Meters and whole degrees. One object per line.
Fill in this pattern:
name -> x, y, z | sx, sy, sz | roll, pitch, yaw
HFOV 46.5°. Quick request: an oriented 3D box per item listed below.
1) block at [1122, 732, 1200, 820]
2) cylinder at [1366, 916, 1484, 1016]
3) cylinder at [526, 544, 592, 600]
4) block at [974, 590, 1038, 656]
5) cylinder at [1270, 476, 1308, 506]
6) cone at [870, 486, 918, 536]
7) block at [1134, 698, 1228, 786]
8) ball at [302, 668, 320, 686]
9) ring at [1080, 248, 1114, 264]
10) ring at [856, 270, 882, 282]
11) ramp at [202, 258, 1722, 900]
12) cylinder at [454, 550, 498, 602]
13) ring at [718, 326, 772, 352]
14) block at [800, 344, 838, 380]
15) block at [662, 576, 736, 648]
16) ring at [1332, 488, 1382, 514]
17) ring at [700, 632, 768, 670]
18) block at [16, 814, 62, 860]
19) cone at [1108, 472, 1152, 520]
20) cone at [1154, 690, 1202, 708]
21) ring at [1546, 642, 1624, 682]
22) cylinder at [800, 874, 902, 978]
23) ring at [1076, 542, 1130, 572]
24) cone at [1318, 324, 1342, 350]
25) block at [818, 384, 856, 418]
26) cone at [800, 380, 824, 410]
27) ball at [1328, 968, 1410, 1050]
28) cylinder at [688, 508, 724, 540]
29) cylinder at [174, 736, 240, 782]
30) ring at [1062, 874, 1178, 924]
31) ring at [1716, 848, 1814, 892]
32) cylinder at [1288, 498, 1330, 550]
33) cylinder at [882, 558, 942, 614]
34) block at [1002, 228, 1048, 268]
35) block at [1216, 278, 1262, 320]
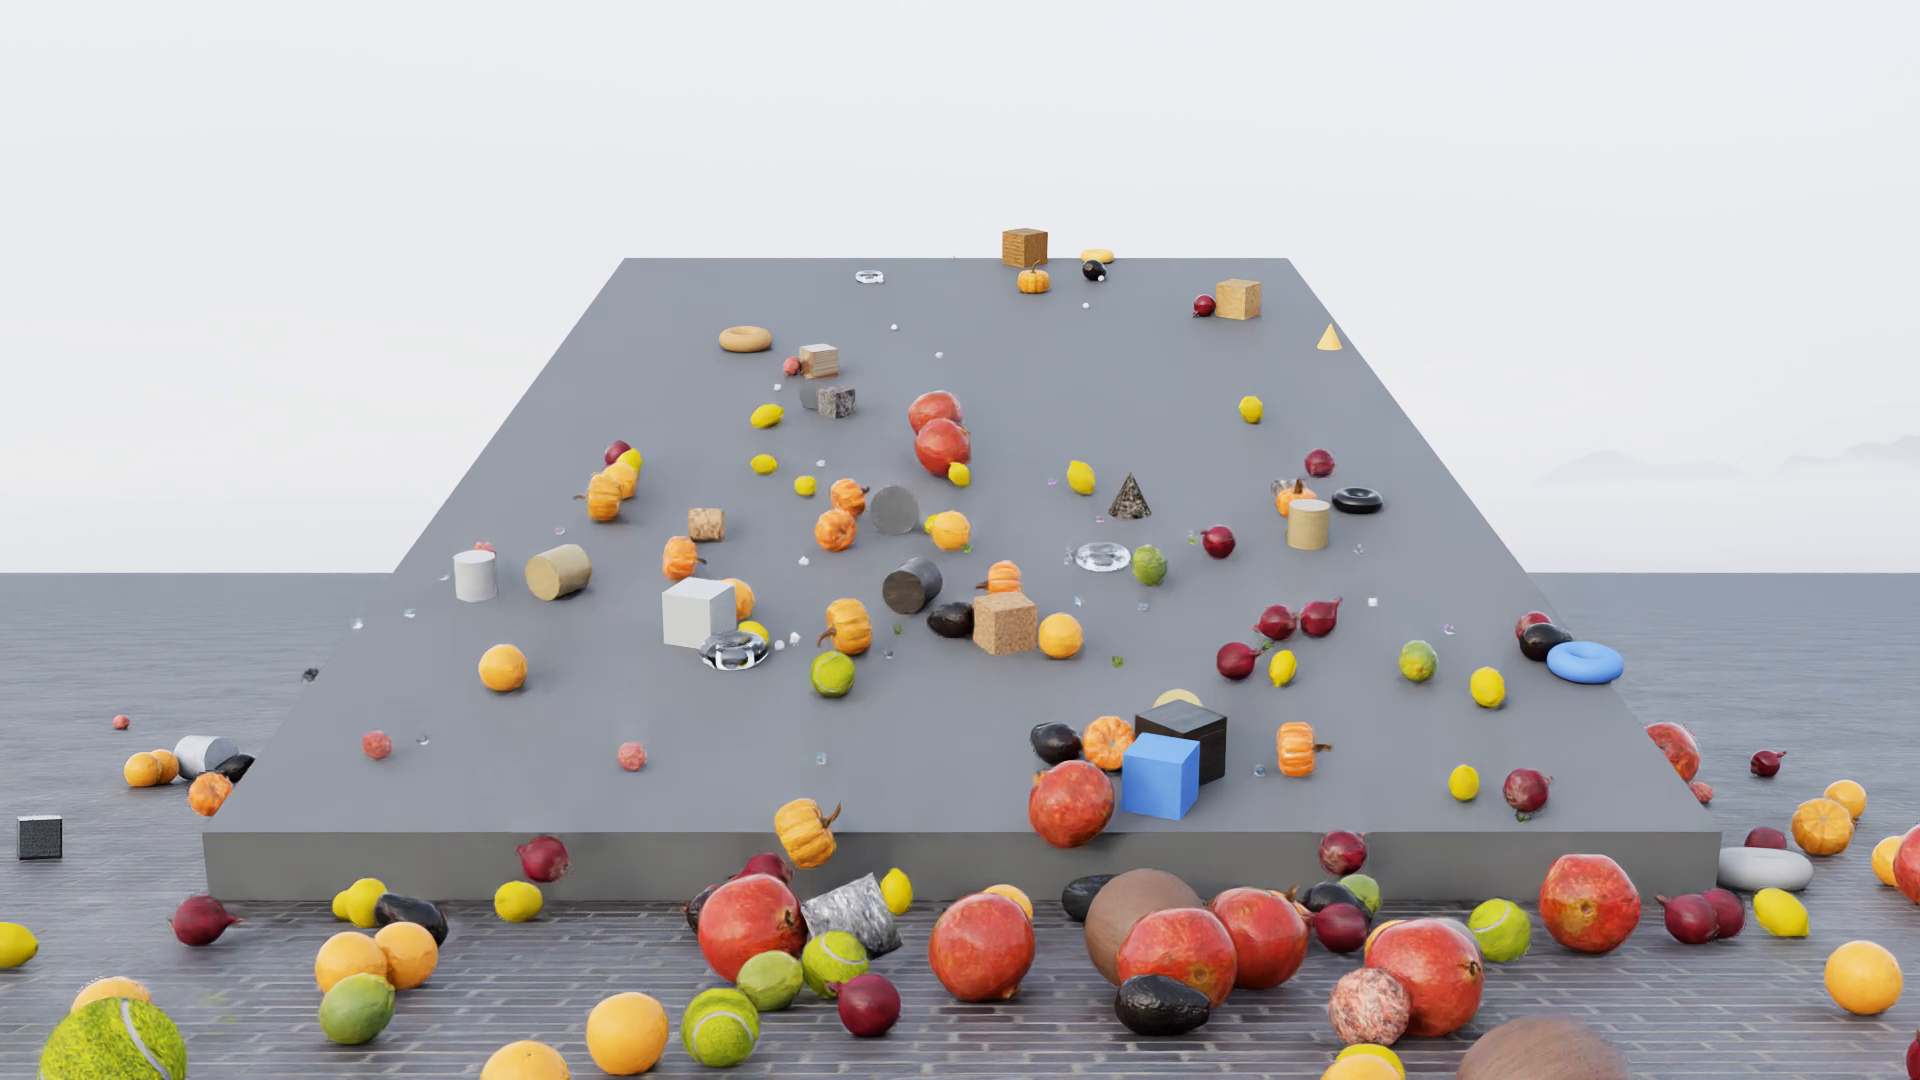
block -> 0.270, 0.318, 3.013 | 0.082, 0.082, 0.082 | 7, 19, 22
cylinder -> 0.466, 0.427, 2.243 | 0.088, 0.088, 0.088 | 0, -1, 36
cylinder -> -0.686, 0.054, 3.825 | 0.080, 0.080, 0.080 | 0, 15, 35
block -> 0.073, 0.134, 3.588 | 0.076, 0.076, 0.076 | -8, 20, -24
cylinder -> 0.638, -0.092, 4.325 | 0.054, 0.054, 0.054 | 7, -3, -21
cone -> -0.117, -0.048, 4.203 | 0.093, 0.093, 0.093 | 0, -9, 6
block -> 0.305, 0.285, 3.102 | 0.089, 0.089, 0.089 | -15, 24, -40
ball -> -2.372, 0.505, 8.189 | 0.069, 0.069, 0.069 | 0, -1, 0
ring -> 0.411, -0.848, 6.685 | 0.101, 0.034, 0.101 | -1, 17, 0
ring -> -0.260, -0.755, 6.406 | 0.078, 0.026, 0.078 | -1, 17, 0
ramp -> -0.003, -0.186, 4.859 | 2.000, 0.100, 4.000 | 0, 18, 0
cylinder -> -0.827, 0.061, 3.820 | 0.069, 0.069, 0.069 | 0, 18, 0
ring -> -0.537, -0.502, 5.598 | 0.134, 0.045, 0.134 | 1, 19, 0
block -> -0.336, -0.425, 5.321 | 0.067, 0.067, 0.067 | -11, 21, -31
block -> -0.421, 0.119, 3.616 | 0.086, 0.086, 0.086 | 7, 19, 21
ring -> 0.766, -0.076, 4.310 | 0.098, 0.033, 0.098 | 1, 18, 0
ring -> -0.357, 0.174, 3.530 | 0.108, 0.036, 0.108 | -1, 19, 0
block -> -1.406, 0.454, 3.417 | 0.060, 0.060, 0.060 | 0, -1, -27
cone -> 0.325, -0.092, 4.274 | 0.083, 0.083, 0.083 | 0, 18, 0
cone -> 0.329, 0.262, 3.258 | 0.080, 0.080, 0.080 | 0, -11, 24
ring -> 0.973, 0.190, 3.480 | 0.116, 0.039, 0.116 | 1, 17, 0
cylinder -> -0.116, 0.411, 2.385 | 0.085, 0.085, 0.085 | -23, 2, -7
ring -> 0.254, 0.030, 3.980 | 0.097, 0.032, 0.097 | -1, 18, 0
cone -> 0.929, -0.514, 5.611 | 0.063, 0.063, 0.063 | 0, 18, 0
block -> -0.274, -0.308, 4.977 | 0.058, 0.058, 0.058 | -17, 24, -41
cone -> -0.341, -0.320, 5.061 | 0.067, 0.067, 0.067 | 0, -10, -20
ball -> 0.377, 0.431, 2.060 | 0.074, 0.074, 0.074 | 0, -1, 0
cylinder -> -0.466, -0.028, 4.112 | 0.059, 0.059, 0.059 | 0, -1, 2
cylinder -> -1.560, 0.452, 4.628 | 0.093, 0.093, 0.093 | 0, -1, 30
ring -> 0.202, 0.453, 2.828 | 0.147, 0.049, 0.147 | -1, -1, 0
ring -> 1.107, 0.457, 3.102 | 0.144, 0.048, 0.144 | 1, 0, 0
cylinder -> 0.638, -0.029, 4.095 | 0.074, 0.074, 0.074 | 0, 18, 0
cylinder -> -0.080, 0.077, 3.761 | 0.077, 0.077, 0.077 | 0, 17, 23
block -> 0.193, -0.869, 6.648 | 0.096, 0.096, 0.096 | -15, 23, -39
block -> 0.743, -0.642, 5.965 | 0.087, 0.087, 0.087 | 13, 22, 34
